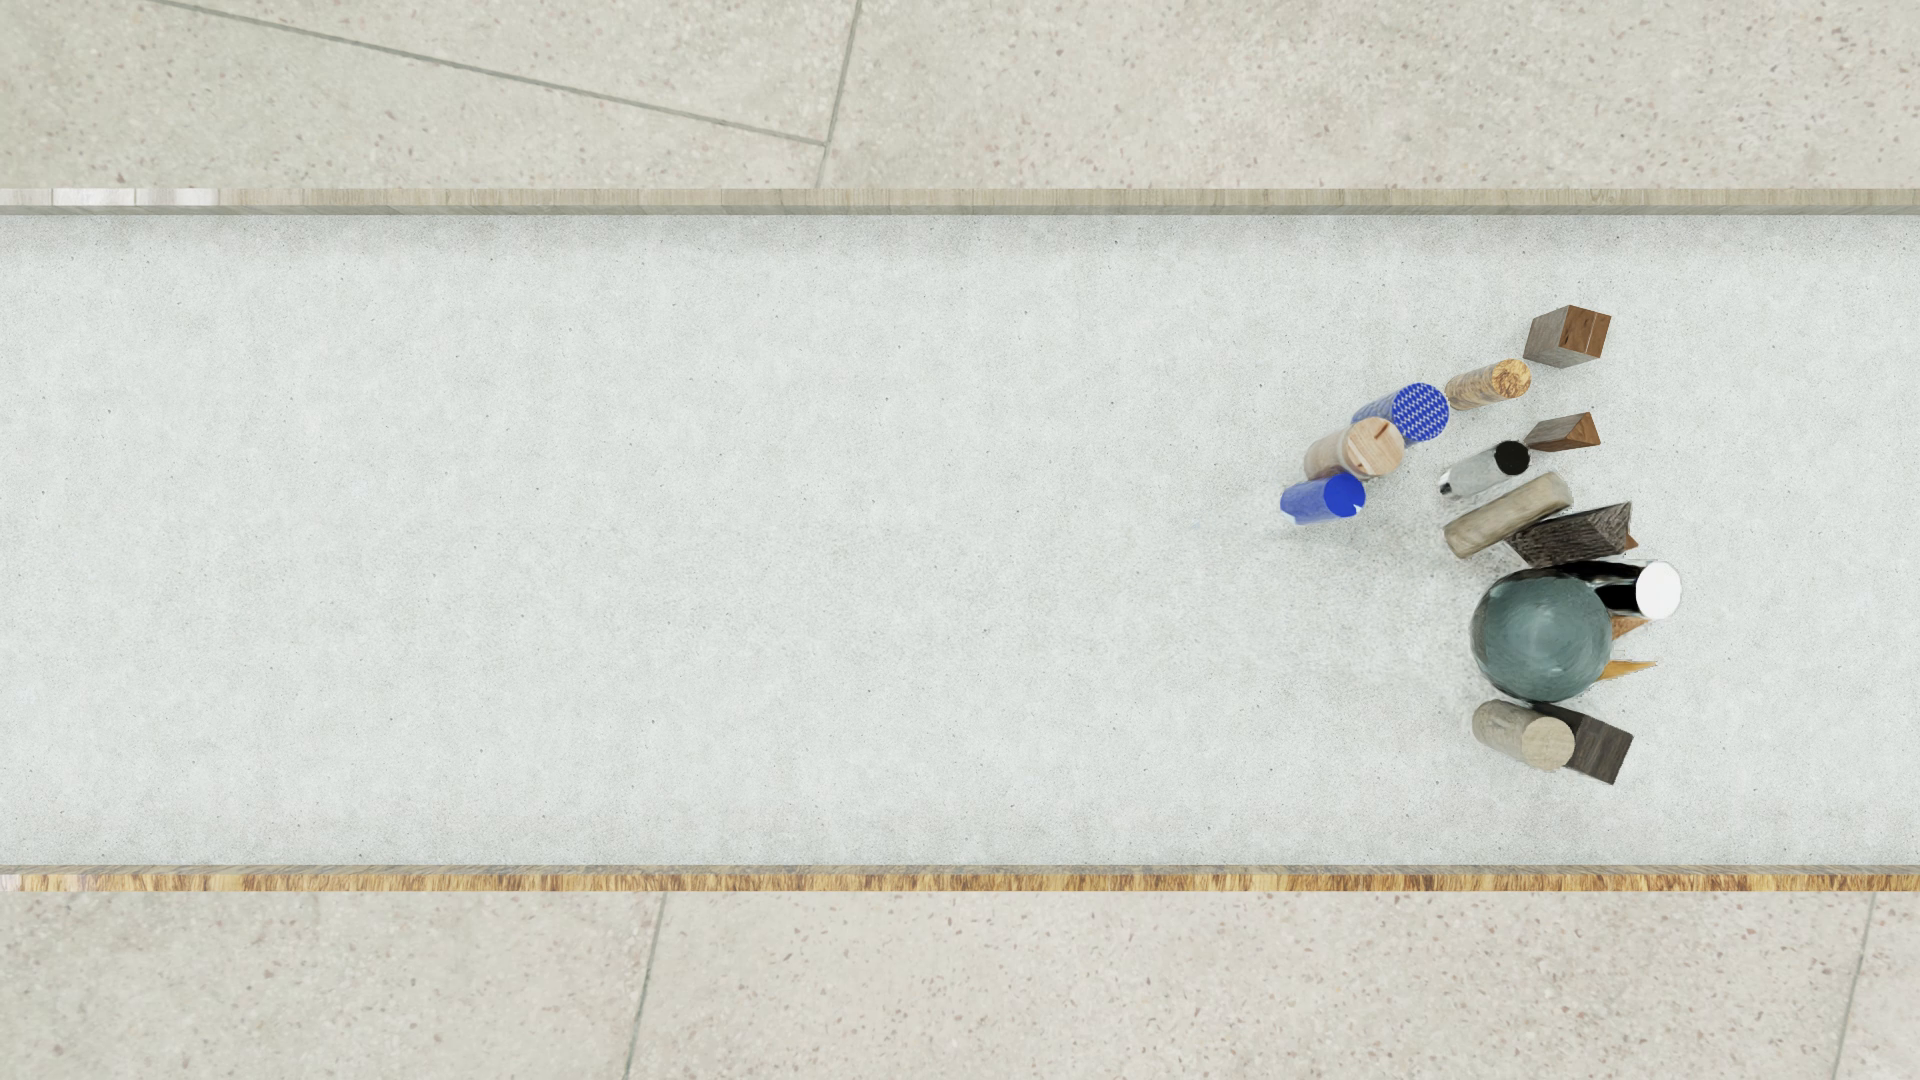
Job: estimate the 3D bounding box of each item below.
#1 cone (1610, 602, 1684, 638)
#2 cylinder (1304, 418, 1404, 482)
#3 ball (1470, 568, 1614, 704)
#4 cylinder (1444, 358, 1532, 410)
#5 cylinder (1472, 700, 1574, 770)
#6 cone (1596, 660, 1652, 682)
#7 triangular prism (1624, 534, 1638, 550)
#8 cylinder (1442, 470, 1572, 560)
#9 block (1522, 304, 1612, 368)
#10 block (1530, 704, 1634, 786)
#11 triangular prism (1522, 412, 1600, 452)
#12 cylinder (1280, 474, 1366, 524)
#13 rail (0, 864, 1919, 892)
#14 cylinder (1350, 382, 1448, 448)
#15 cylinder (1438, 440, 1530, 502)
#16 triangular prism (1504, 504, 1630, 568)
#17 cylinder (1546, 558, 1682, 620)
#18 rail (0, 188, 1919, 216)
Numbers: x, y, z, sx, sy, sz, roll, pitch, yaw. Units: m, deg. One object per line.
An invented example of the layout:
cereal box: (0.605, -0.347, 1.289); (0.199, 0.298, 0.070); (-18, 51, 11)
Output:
cone: (1.989, 0.250, 4.946); (0.365, 0.116, 0.116); (-24, 90, 25)
cylinder: (1.157, -0.248, 4.869); (0.167, 0.396, 0.167); (1, 85, -6)
ball: (1.680, 0.277, 4.775); (0.393, 0.393, 0.393); (0, 90, 0)
cylinder: (1.547, -0.453, 4.851); (0.111, 0.451, 0.111); (0, 90, 0)
cylinder: (1.653, 0.570, 4.862); (0.151, 0.424, 0.151); (0, 91, -1)
cone: (1.870, 0.384, 4.855); (0.128, 0.436, 0.128); (5, 78, -27)
triangular prism: (1.843, 0.002, 4.881); (0.091, 0.379, 0.079); (-16, 90, -13)
cylinder: (1.632, -0.073, 4.929); (0.357, 0.118, 0.118); (-32, 90, 33)
block: (1.808, -0.604, 4.924); (0.127, 0.305, 0.127); (15, 90, 0)
block: (1.811, 0.594, 4.880); (0.155, 0.389, 0.155); (23, 90, -1)
triangular prism: (1.777, -0.322, 4.878); (0.098, 0.397, 0.085); (11, 90, 0)
cylinder: (1.073, -0.119, 4.900); (0.127, 0.335, 0.127); (1, 87, -11)
rail: (-2.247, 1.025, 5.001); (12.000, 0.150, 0.050); (0, 90, 0)
cylinder: (1.294, -0.350, 4.880); (0.167, 0.375, 0.167); (0, 86, -5)
cylinder: (1.544, -0.202, 4.874); (0.103, 0.393, 0.103); (1, 80, -7)
triangular prism: (1.798, -0.034, 4.848); (0.150, 0.440, 0.130); (44, 76, -5)
cylinder: (1.906, 0.138, 4.857); (0.163, 0.407, 0.163); (-1, 92, -20)
rail: (-2.247, -1.025, 5.002); (12.000, 0.150, 0.050); (0, 90, 0)
